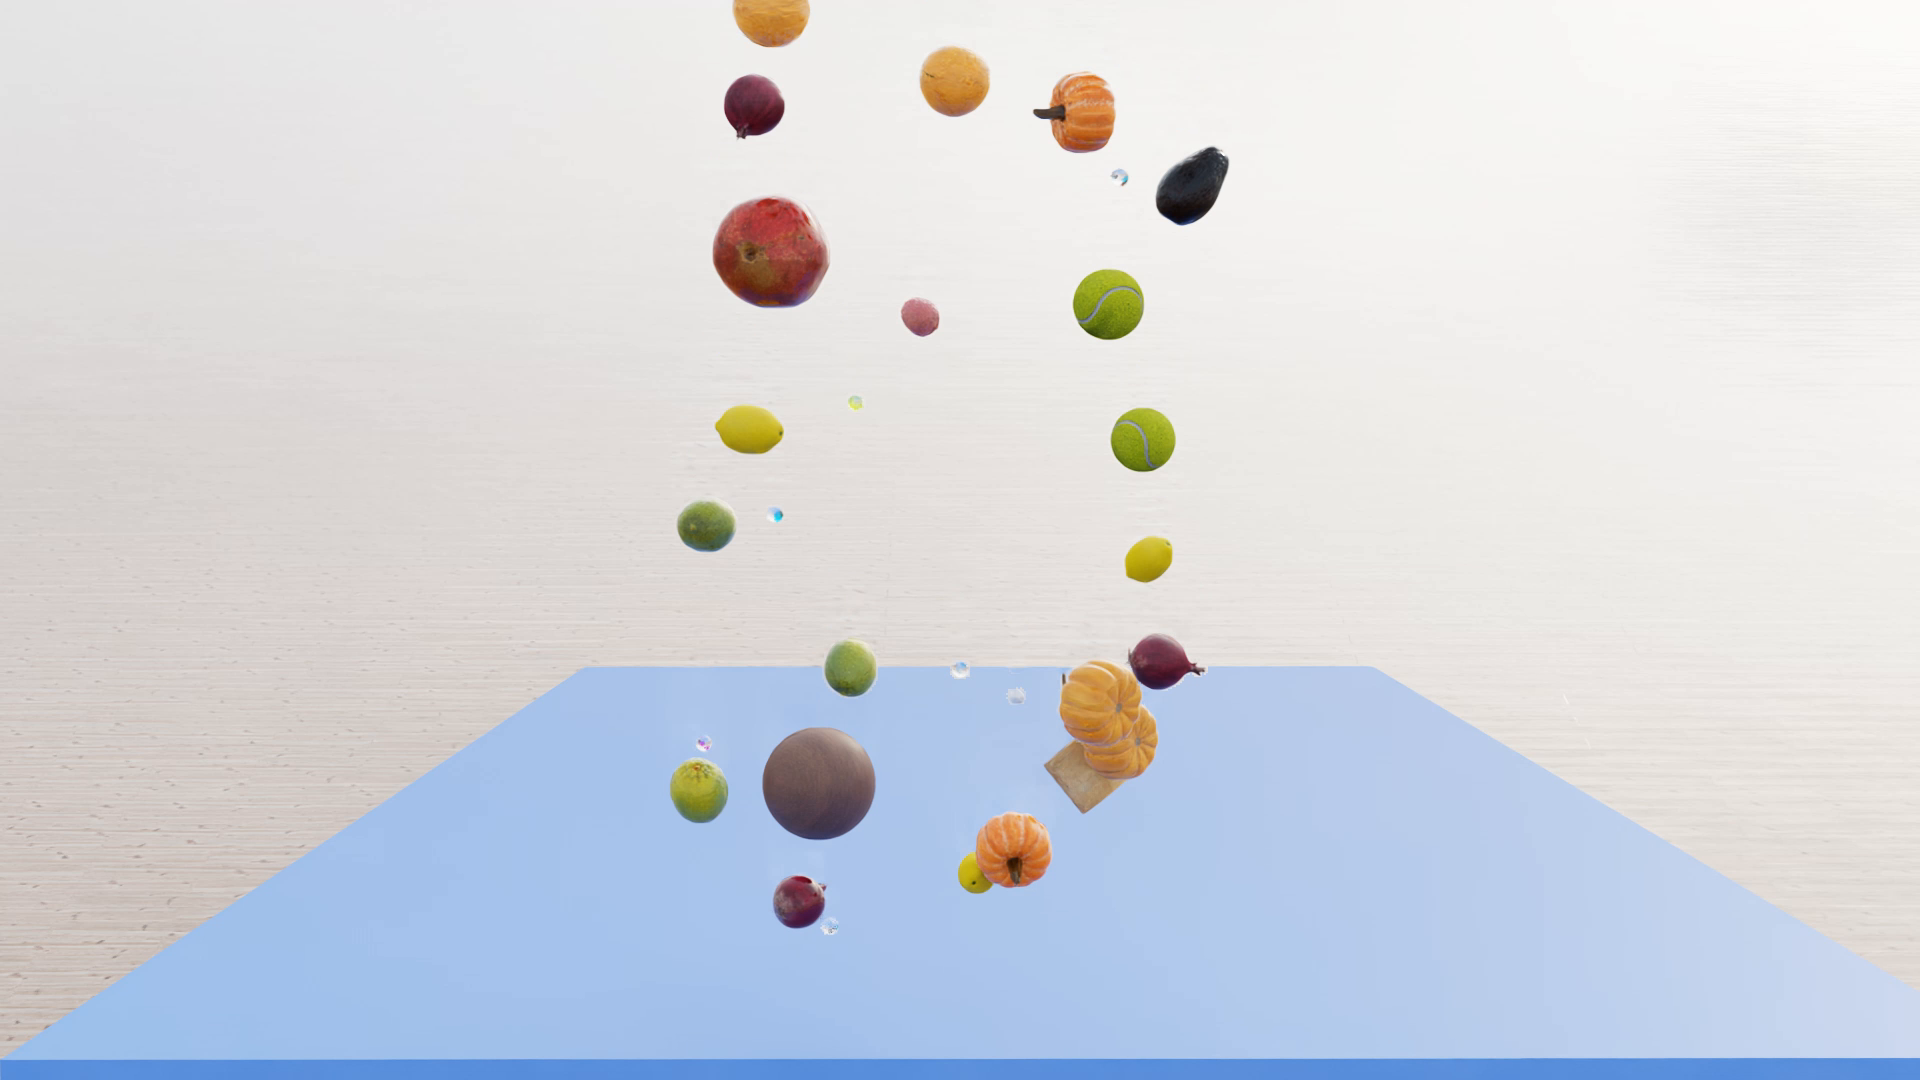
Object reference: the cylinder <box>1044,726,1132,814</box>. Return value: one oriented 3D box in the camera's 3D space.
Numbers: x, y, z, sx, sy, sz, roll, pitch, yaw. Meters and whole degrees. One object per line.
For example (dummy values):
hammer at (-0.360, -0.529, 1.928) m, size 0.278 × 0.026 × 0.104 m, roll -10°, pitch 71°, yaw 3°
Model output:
cylinder at (0.143, 0.259, 2.896) m, size 0.071 × 0.071 × 0.071 m, roll 51°, pitch 35°, yaw 3°

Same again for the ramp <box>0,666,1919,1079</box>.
ramp at (0.051, 0.466, 4.534) m, size 2.000 × 0.100 × 4.000 m, roll 0°, pitch 3°, yaw 0°
